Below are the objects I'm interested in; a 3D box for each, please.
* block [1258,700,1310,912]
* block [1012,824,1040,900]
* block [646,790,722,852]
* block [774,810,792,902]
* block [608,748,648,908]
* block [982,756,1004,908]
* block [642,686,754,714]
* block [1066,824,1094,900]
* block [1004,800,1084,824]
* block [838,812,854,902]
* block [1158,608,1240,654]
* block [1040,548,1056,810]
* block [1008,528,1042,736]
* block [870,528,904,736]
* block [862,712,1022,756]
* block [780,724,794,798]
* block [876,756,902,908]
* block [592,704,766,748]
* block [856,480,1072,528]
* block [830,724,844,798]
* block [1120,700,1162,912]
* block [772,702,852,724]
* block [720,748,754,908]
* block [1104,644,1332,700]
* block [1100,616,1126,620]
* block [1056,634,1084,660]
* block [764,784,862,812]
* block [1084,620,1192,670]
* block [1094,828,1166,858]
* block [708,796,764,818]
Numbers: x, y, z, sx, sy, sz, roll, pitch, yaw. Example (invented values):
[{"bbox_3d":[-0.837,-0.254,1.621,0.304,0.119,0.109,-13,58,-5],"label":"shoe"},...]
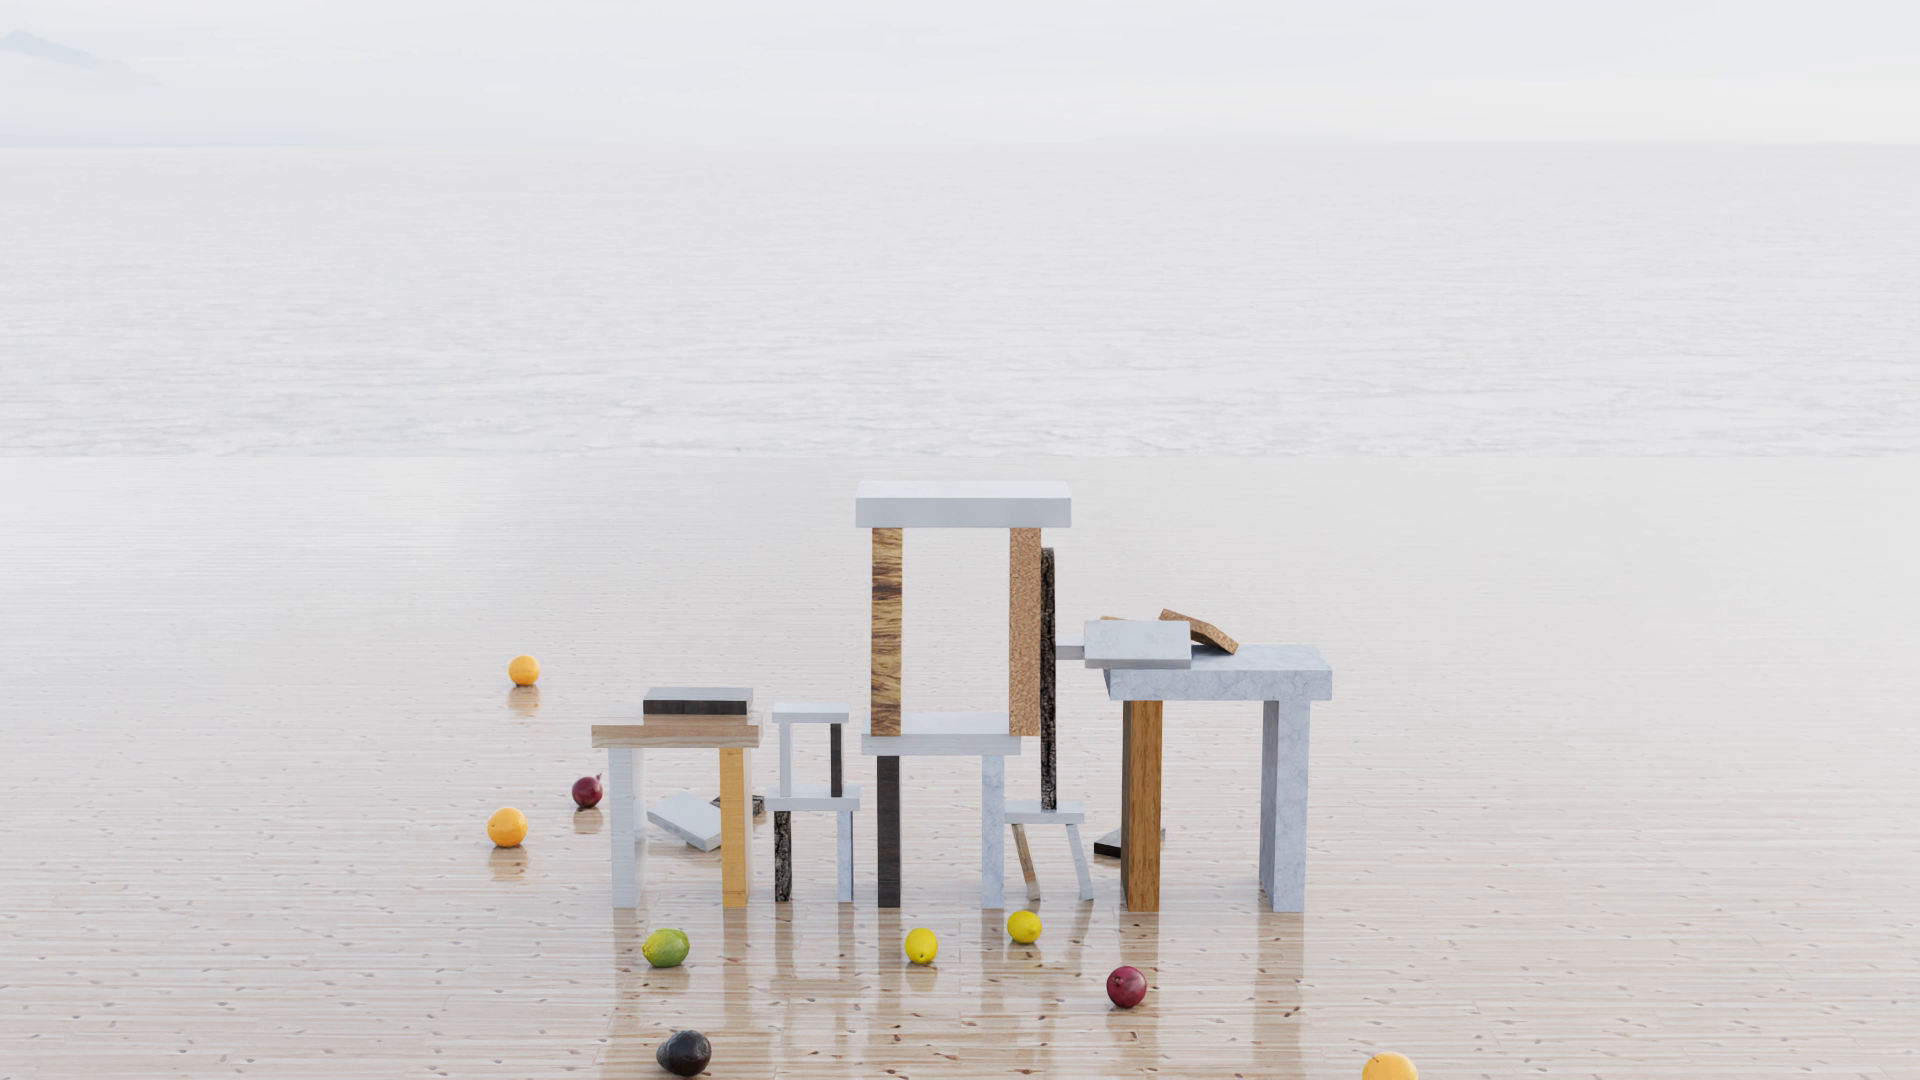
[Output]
[{"bbox_3d":[0.536,0.415,3.639,0.050,0.355,0.177,0,11,0],"label":"block"},{"bbox_3d":[0.109,0.525,3.657,0.019,0.131,0.066,-14,10,3],"label":"block"},{"bbox_3d":[-0.477,0.505,3.958,0.086,0.024,0.171,-25,31,-38],"label":"block"},{"bbox_3d":[-0.294,0.513,3.655,0.022,0.156,0.078,0,11,0],"label":"block"},{"bbox_3d":[-0.550,0.457,3.646,0.038,0.270,0.135,0,11,0],"label":"block"},{"bbox_3d":[0.055,0.464,3.642,0.037,0.258,0.129,0,11,1],"label":"block"},{"bbox_3d":[-0.434,0.267,3.653,0.171,0.024,0.085,0,11,2],"label":"block"},{"bbox_3d":[0.198,0.525,3.655,0.019,0.131,0.066,-13,10,3],"label":"block"},{"bbox_3d":[0.139,0.451,3.643,0.131,0.019,0.066,0,11,1],"label":"block"},{"bbox_3d":[-0.190,0.513,3.655,0.022,0.156,0.078,0,11,0],"label":"block"},{"bbox_3d":[0.396,0.152,3.656,0.070,0.020,0.140,35,-8,-29],"label":"block"},{"bbox_3d":[0.145,0.228,3.629,0.024,0.424,0.085,-1,10,1],"label":"block"},{"bbox_3d":[0.105,0.133,3.585,0.048,0.340,0.170,0,11,1],"label":"block"},{"bbox_3d":[-0.118,0.133,3.582,0.048,0.340,0.170,1,11,-1],"label":"block"},{"bbox_3d":[-0.031,0.319,3.615,0.258,0.037,0.129,0,11,0],"label":"block"},{"bbox_3d":[-0.286,0.354,3.623,0.018,0.125,0.063,0,11,0],"label":"block"},{"bbox_3d":[-0.116,0.464,3.642,0.037,0.258,0.129,0,11,0],"label":"block"},{"bbox_3d":[-0.460,0.305,3.618,0.270,0.038,0.135,0,11,0],"label":"block"},{"bbox_3d":[0.005,-0.058,3.549,0.340,0.048,0.170,0,11,0],"label":"block"},{"bbox_3d":[-0.202,0.354,3.623,0.018,0.125,0.063,0,11,0],"label":"block"},{"bbox_3d":[0.299,0.415,3.639,0.050,0.355,0.177,0,11,0],"label":"block"},{"bbox_3d":[-0.243,0.284,3.610,0.125,0.018,0.063,0,11,1],"label":"block"},{"bbox_3d":[-0.370,0.457,3.646,0.038,0.270,0.135,0,11,0],"label":"block"},{"bbox_3d":[0.418,0.216,3.602,0.355,0.050,0.177,0,11,0],"label":"block"},{"bbox_3d":[0.297,0.151,3.614,0.139,0.020,0.070,9,11,10],"label":"block"},{"bbox_3d":[0.241,0.176,3.617,0.169,0.024,0.085,0,11,1],"label":"block"},{"bbox_3d":[-0.242,0.426,3.639,0.156,0.022,0.078,0,11,0],"label":"block"},{"bbox_3d":[0.285,0.168,3.539,0.169,0.024,0.085,0,44,2],"label":"block"},{"bbox_3d":[0.303,0.535,3.913,0.070,0.020,0.139,7,12,32],"label":"block"},{"bbox_3d":[-0.430,0.505,4.060,0.085,0.024,0.171,3,11,18],"label":"block"}]
